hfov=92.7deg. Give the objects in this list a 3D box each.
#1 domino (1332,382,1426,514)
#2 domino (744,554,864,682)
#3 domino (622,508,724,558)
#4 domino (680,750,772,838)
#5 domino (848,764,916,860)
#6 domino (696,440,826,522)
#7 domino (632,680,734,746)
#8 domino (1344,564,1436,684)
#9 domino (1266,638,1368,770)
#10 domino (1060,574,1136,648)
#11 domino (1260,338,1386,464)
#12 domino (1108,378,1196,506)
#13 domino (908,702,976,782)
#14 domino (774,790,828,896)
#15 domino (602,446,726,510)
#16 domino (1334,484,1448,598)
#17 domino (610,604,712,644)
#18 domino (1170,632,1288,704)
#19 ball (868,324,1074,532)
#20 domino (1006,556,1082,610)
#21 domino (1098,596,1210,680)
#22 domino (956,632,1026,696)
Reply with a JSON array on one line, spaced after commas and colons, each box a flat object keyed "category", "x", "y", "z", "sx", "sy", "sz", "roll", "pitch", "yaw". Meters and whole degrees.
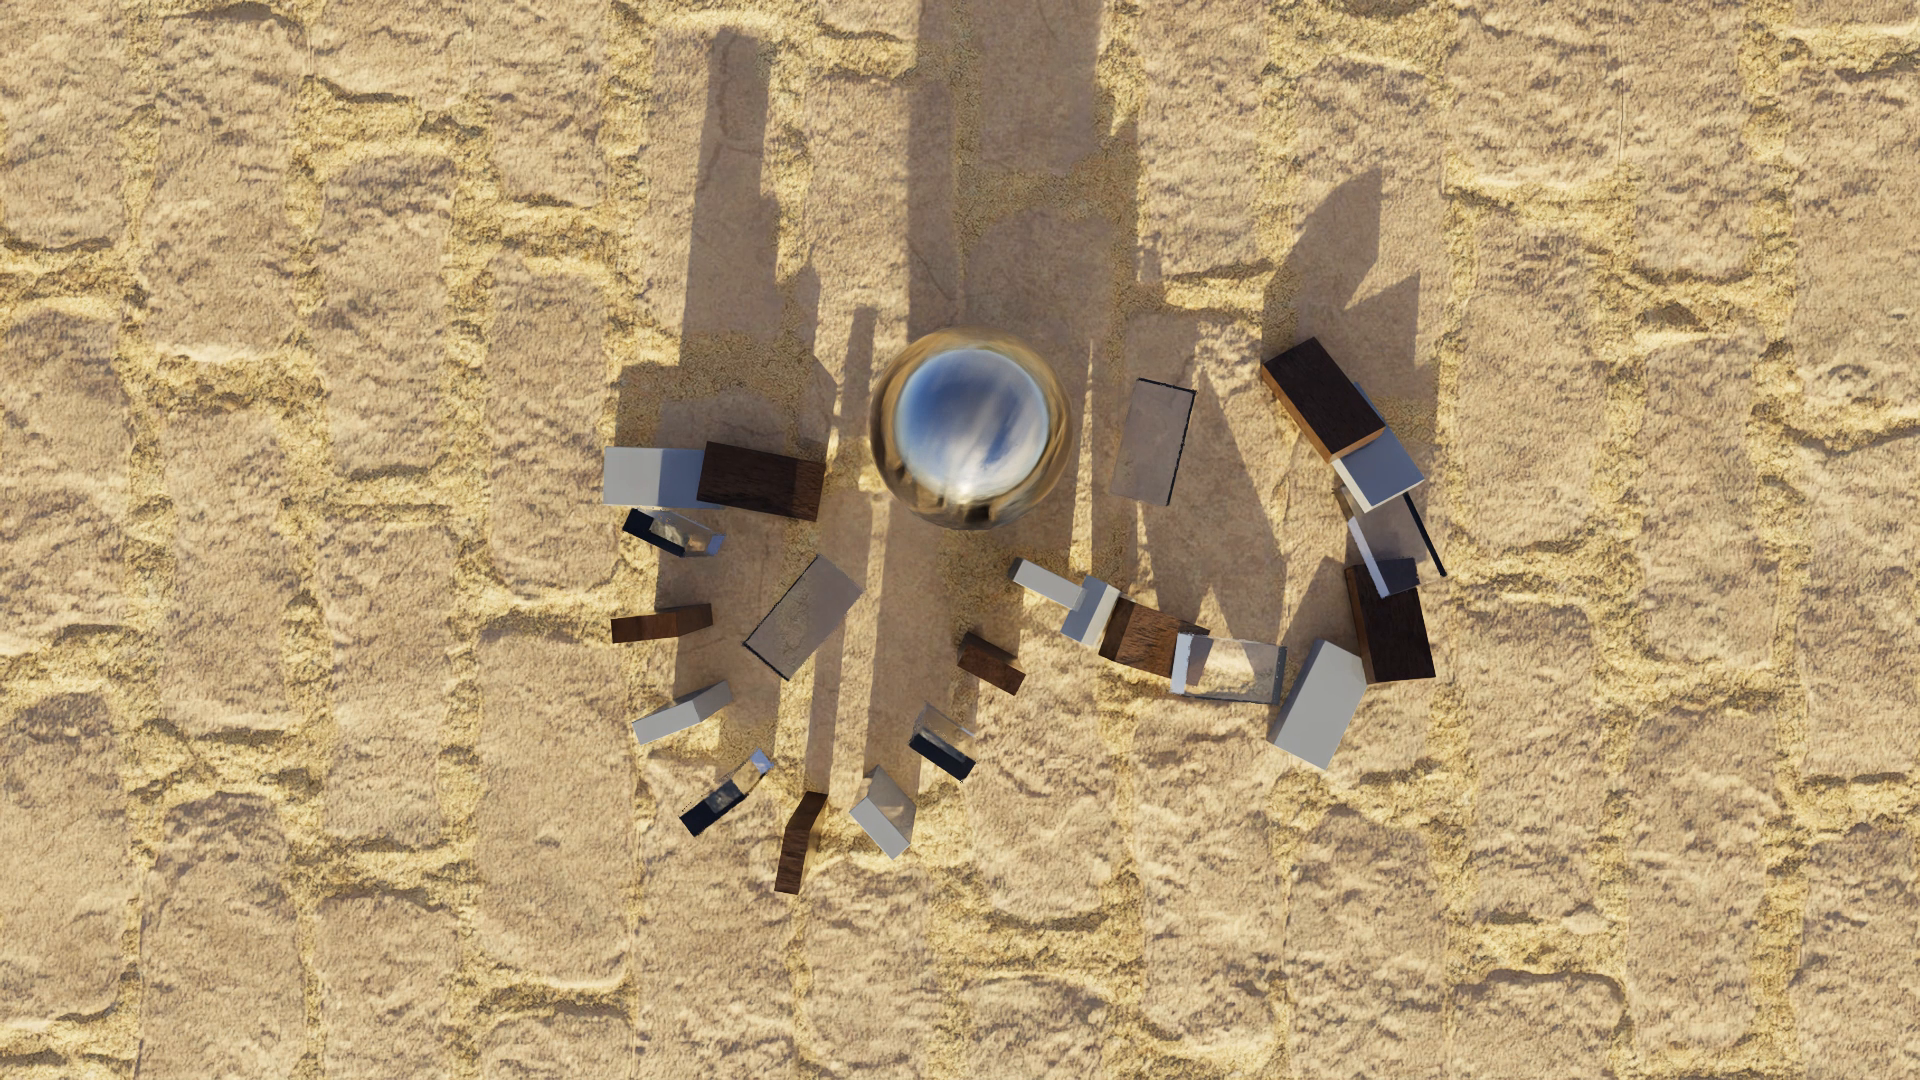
[{"category": "domino", "x": 0.170, "y": -0.040, "z": 0.389, "sx": 0.025, "sy": 0.009, "sz": 0.050, "roll": -28, "pitch": 75, "yaw": 0}, {"category": "domino", "x": -0.067, "y": 0.033, "z": 0.395, "sx": 0.025, "sy": 0.010, "sz": 0.050, "roll": 40, "pitch": 90, "yaw": 0}, {"category": "domino", "x": -0.116, "y": -0.003, "z": 0.375, "sx": 0.025, "sy": 0.050, "sz": 0.009, "roll": 25, "pitch": 90, "yaw": 0}, {"category": "domino", "x": -0.095, "y": 0.102, "z": 0.375, "sx": 0.025, "sy": 0.050, "sz": 0.009, "roll": -37, "pitch": 90, "yaw": 0}, {"category": "domino", "x": -0.031, "y": 0.110, "z": 0.375, "sx": 0.009, "sy": 0.050, "sz": 0.025, "roll": -42, "pitch": 90, "yaw": 0}, {"category": "domino", "x": -0.084, "y": -0.025, "z": 0.390, "sx": 0.050, "sy": 0.009, "sz": 0.025, "roll": 10, "pitch": 88, "yaw": -12}, {"category": "domino", "x": -0.112, "y": 0.070, "z": 0.375, "sx": 0.025, "sy": 0.050, "sz": 0.010, "roll": -21, "pitch": 90, "yaw": 0}, {"category": "domino", "x": 0.182, "y": 0.035, "z": 0.389, "sx": 0.025, "sy": 0.010, "sz": 0.050, "roll": -5, "pitch": 76, "yaw": 0}, {"category": "domino", "x": 0.156, "y": 0.071, "z": 0.395, "sx": 0.025, "sy": 0.010, "sz": 0.050, "roll": 26, "pitch": 90, "yaw": 0}, {"category": "domino", "x": 0.057, "y": 0.031, "z": 0.375, "sx": 0.009, "sy": 0.050, "sz": 0.025, "roll": 25, "pitch": 90, "yaw": 25}, {"category": "domino", "x": 0.152, "y": -0.059, "z": 0.386, "sx": 0.025, "sy": 0.010, "sz": 0.050, "roll": -28, "pitch": 67, "yaw": 0}, {"category": "domino", "x": 0.083, "y": -0.042, "z": 0.395, "sx": 0.025, "sy": 0.010, "sz": 0.050, "roll": 13, "pitch": 90, "yaw": 0}, {"category": "domino", "x": -0.007, "y": 0.082, "z": 0.375, "sx": 0.025, "sy": 0.050, "sz": 0.009, "roll": 34, "pitch": 90, "yaw": 0}, {"category": "domino", "x": -0.064, "y": 0.123, "z": 0.375, "sx": 0.009, "sy": 0.050, "sz": 0.025, "roll": 10, "pitch": 90, "yaw": 0}, {"category": "domino", "x": -0.127, "y": -0.027, "z": 0.395, "sx": 0.050, "sy": 0.010, "sz": 0.025, "roll": 2, "pitch": 90, "yaw": 0}, {"category": "domino", "x": 0.182, "y": -0.003, "z": 0.389, "sx": 0.025, "sy": 0.010, "sz": 0.050, "roll": -18, "pitch": 74, "yaw": 0}, {"category": "domino", "x": -0.121, "y": 0.034, "z": 0.375, "sx": 0.025, "sy": 0.050, "sz": 0.010, "roll": -6, "pitch": 90, "yaw": 0}, {"category": "domino", "x": 0.113, "y": 0.055, "z": 0.386, "sx": 0.050, "sy": 0.010, "sz": 0.025, "roll": 8, "pitch": 90, "yaw": -23}, {"category": "ball", "x": 0.004, "y": -0.043, "z": 0.360, "sx": 0.080, "sy": 0.080, "sz": 0.080, "roll": 0, "pitch": 90, "yaw": 0}, {"category": "domino", "x": 0.034, "y": 0.017, "z": 0.375, "sx": 0.025, "sy": 0.050, "sz": 0.009, "roll": 26, "pitch": 90, "yaw": 0}, {"category": "domino", "x": 0.081, "y": 0.042, "z": 0.381, "sx": 0.050, "sy": 0.009, "sz": 0.025, "roll": 20, "pitch": 90, "yaw": -37}, {"category": "domino", "x": 0.012, "y": 0.050, "z": 0.375, "sx": 0.025, "sy": 0.050, "sz": 0.010, "roll": 28, "pitch": 90, "yaw": 0}]
